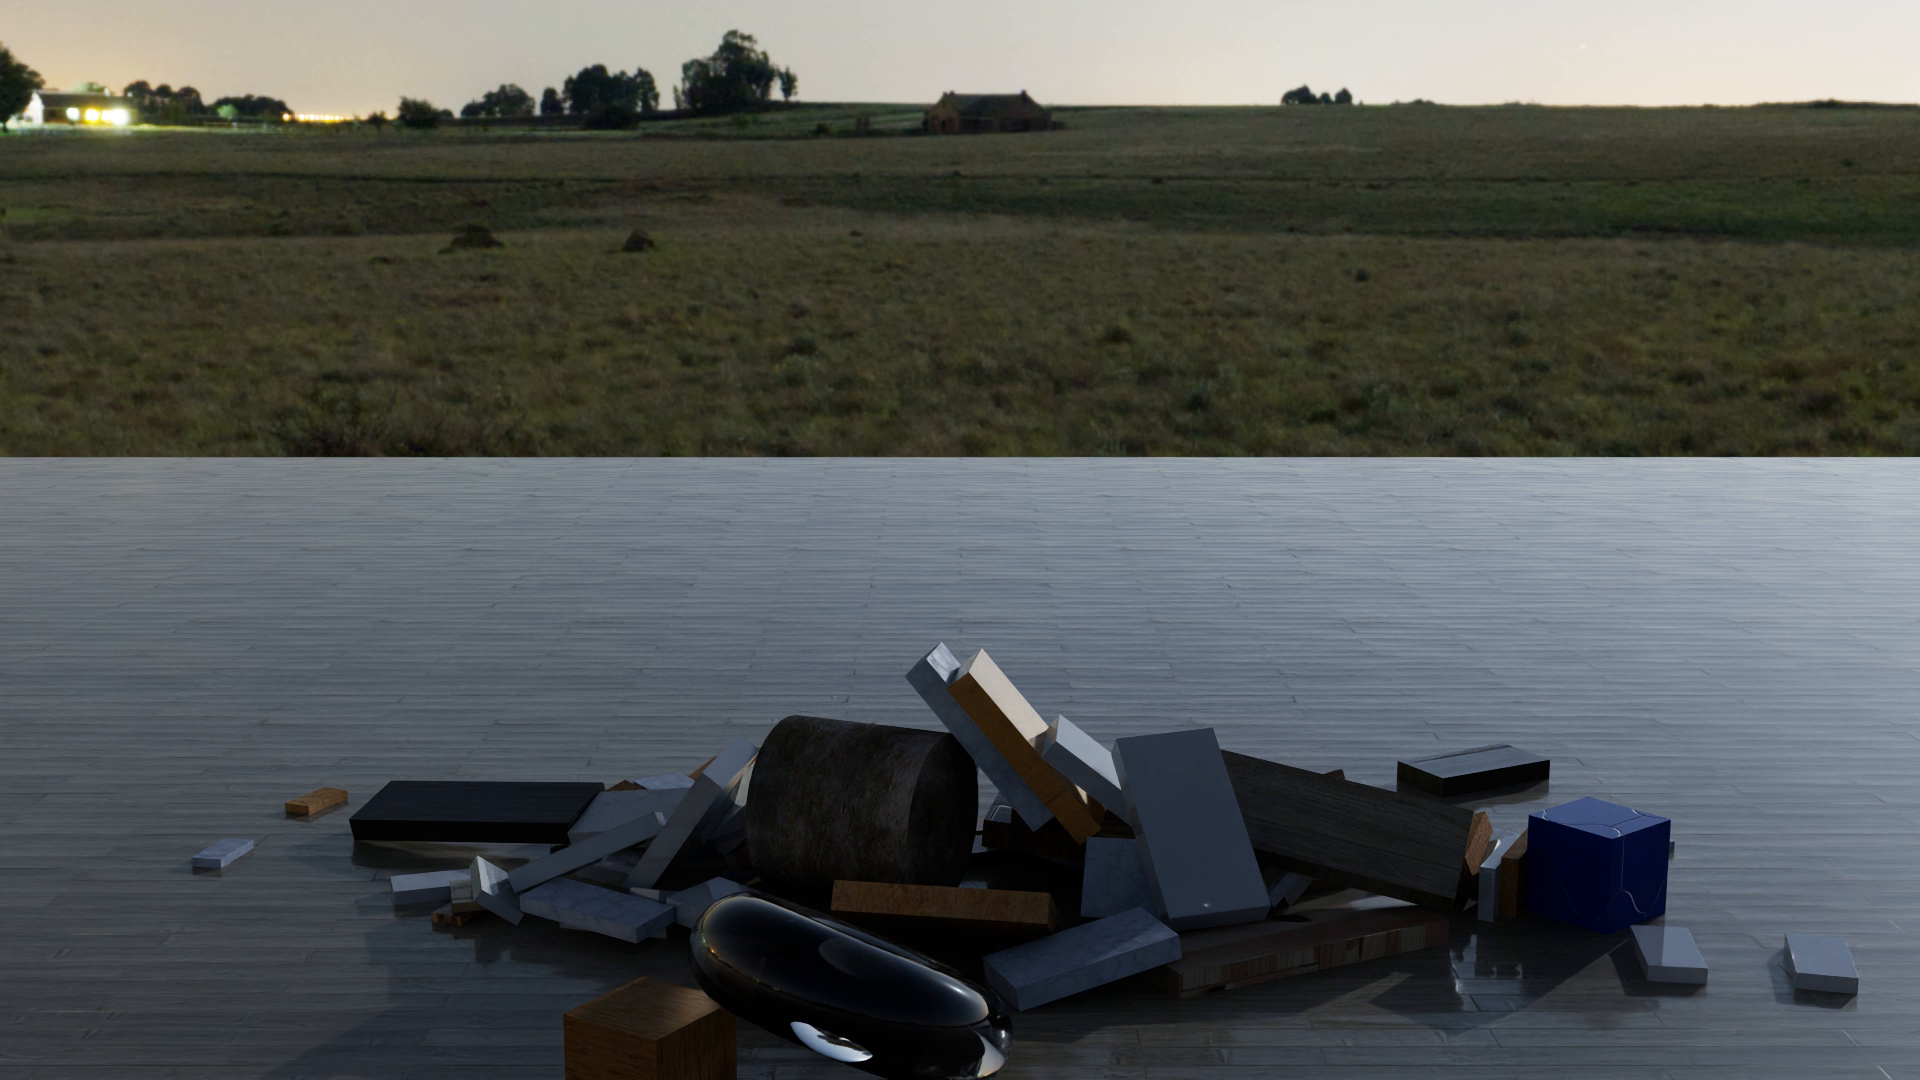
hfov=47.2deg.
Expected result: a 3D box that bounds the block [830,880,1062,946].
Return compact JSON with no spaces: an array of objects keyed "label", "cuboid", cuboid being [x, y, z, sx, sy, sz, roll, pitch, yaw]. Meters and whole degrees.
[{"label":"block","cuboid":[-0.018,0.577,3.382,0.331,0.047,0.166,2,-23,10]}]

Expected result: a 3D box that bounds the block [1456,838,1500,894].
[{"label":"block","cuboid":[0.858,0.553,3.703,0.089,0.025,0.178,-21,2,24]}]

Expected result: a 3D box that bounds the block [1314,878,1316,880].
[{"label":"block","cuboid":[0.621,0.541,3.763,0.198,0.028,0.099,-8,13,-35]}]

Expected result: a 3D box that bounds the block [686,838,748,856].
[{"label":"block","cuboid":[-0.459,0.504,3.916,0.111,0.031,0.222,-2,13,-19]}]

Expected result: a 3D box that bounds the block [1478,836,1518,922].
[{"label":"block","cuboid":[0.888,0.555,3.612,0.025,0.089,0.178,6,12,28]}]

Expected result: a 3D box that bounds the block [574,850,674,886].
[{"label":"block","cuboid":[-0.595,0.557,3.772,0.191,0.027,0.095,7,13,35]}]

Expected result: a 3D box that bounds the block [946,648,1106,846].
[{"label":"block","cuboid":[0.115,0.339,3.638,0.047,0.334,0.165,-40,3,13]}]

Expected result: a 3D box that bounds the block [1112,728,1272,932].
[{"label":"block","cuboid":[0.364,0.457,3.493,0.166,0.047,0.331,-5,52,-13]}]

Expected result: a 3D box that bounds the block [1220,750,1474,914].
[{"label":"block","cuboid":[0.602,0.469,3.569,0.428,0.047,0.166,13,55,13]}]

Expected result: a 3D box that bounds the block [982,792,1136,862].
[{"label":"block","cuboid":[0.220,0.492,3.728,0.338,0.048,0.169,7,14,10]}]

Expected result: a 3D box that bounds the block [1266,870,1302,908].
[{"label":"block","cuboid":[0.539,0.517,3.647,0.202,0.029,0.101,-44,31,-25]}]

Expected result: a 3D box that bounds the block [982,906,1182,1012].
[{"label":"block","cuboid":[0.181,0.622,3.274,0.265,0.037,0.132,-14,15,-18]}]

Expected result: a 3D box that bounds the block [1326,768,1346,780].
[{"label":"block","cuboid":[0.614,0.472,4.114,0.208,0.029,0.104,-9,-11,-40]}]

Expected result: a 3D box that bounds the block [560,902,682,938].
[{"label":"block","cuboid":[-0.539,0.603,3.529,0.183,0.026,0.091,3,11,15]}]

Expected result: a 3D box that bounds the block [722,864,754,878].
[{"label":"block","cuboid":[-0.377,0.560,3.793,0.049,0.014,0.098,1,11,3]}]

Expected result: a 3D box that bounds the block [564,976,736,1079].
[{"label":"block","cuboid":[-0.395,0.670,2.815,0.154,0.154,0.154,7,13,33]}]

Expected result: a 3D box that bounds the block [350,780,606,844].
[{"label":"block","cuboid":[-0.861,0.485,3.934,0.438,0.042,0.148,-2,22,19]}]

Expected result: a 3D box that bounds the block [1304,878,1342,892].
[{"label":"block","cuboid":[0.594,0.573,3.713,0.121,0.017,0.061,-4,11,-22]}]

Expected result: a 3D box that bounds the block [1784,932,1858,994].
[{"label":"block","cuboid":[1.304,0.640,3.333,0.086,0.024,0.173,3,11,15]}]

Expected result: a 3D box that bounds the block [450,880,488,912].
[{"label":"block","cuboid":[-0.803,0.580,3.592,0.056,0.016,0.112,-3,11,-15]}]

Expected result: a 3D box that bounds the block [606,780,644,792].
[{"label":"block","cuboid":[-0.586,0.484,3.914,0.095,0.027,0.191,-28,26,-30]}]

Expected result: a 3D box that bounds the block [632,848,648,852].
[{"label":"block","cuboid":[-0.446,0.519,3.987,0.081,0.023,0.351,9,14,40]}]

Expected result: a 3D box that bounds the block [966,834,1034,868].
[{"label":"block","cuboid":[0.027,0.544,3.846,0.182,0.026,0.091,-3,11,-17]}]

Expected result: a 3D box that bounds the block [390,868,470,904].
[{"label":"block","cuboid":[-0.866,0.577,3.675,0.161,0.023,0.081,-3,11,-18]}]

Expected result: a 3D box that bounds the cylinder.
[{"label":"cylinder","cuboid":[-0.158,0.449,3.641,0.289,0.289,0.289,5,11,23]}]

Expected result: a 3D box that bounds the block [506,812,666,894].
[{"label":"block","cuboid":[-0.610,0.515,3.627,0.256,0.036,0.128,-22,-7,-5]}]

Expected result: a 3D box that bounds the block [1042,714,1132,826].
[{"label":"block","cuboid":[0.257,0.404,3.621,0.273,0.039,0.136,37,14,-5]}]

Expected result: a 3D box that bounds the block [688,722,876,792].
[{"label":"block","cuboid":[-0.331,0.417,4.088,0.338,0.048,0.169,-14,7,18]}]

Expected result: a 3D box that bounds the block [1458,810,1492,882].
[{"label":"block","cuboid":[0.819,0.534,3.734,0.132,0.037,0.265,-21,2,23]}]

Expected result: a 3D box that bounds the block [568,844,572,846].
[{"label":"block","cuboid":[-0.468,0.473,4.209,0.056,0.016,0.757,7,14,33]}]

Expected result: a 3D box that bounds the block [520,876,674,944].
[{"label":"block","cuboid":[-0.576,0.585,3.486,0.241,0.026,0.091,8,17,31]}]

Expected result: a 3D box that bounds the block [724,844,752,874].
[{"label":"block","cuboid":[-0.297,0.503,3.831,0.104,0.029,0.281,-29,-2,27]}]

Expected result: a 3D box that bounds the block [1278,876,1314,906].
[{"label":"block","cuboid":[0.569,0.521,3.672,0.198,0.028,0.099,-44,31,-24]}]

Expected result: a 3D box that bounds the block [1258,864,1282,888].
[{"label":"block","cuboid":[0.514,0.498,3.642,0.202,0.029,0.101,-45,31,-26]}]

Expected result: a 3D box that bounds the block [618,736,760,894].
[{"label":"block","cuboid":[-0.444,0.461,3.595,0.042,0.295,0.148,38,27,3]}]

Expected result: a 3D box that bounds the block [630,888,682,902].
[{"label":"block","cuboid":[-0.465,0.577,3.559,0.065,0.018,0.130,-1,-11,37]}]

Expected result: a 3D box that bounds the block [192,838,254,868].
[{"label":"block","cuboid":[-1.292,0.548,3.853,0.055,0.016,0.110,2,11,11]}]

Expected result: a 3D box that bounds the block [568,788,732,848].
[{"label":"block","cuboid":[-0.536,0.481,3.805,0.256,0.036,0.128,-5,25,22]}]

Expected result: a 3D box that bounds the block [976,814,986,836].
[{"label":"block","cuboid":[0.044,0.521,3.968,0.182,0.026,0.091,-2,11,-10]}]

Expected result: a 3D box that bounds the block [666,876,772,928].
[{"label":"block","cuboid":[-0.323,0.597,3.458,0.256,0.036,0.128,13,15,32]}]

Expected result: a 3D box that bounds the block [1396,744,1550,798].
[{"label":"block","cuboid":[1.008,0.451,4.315,0.269,0.038,0.135,-6,12,-27]}]

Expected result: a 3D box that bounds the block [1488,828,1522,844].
[{"label":"block","cuboid":[0.948,0.533,3.841,0.089,0.025,0.178,-6,4,-27]}]

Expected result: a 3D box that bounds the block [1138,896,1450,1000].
[{"label":"block","cuboid":[0.513,0.622,3.390,0.499,0.039,0.136,-5,12,-27]}]

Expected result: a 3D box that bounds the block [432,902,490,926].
[{"label":"block","cuboid":[-0.802,0.599,3.576,0.056,0.016,0.112,5,11,23]}]

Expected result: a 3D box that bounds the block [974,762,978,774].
[{"label":"block","cuboid":[-0.079,0.455,4.207,0.111,0.031,0.222,16,22,39]}]

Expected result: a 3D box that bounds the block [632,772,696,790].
[{"label":"block","cuboid":[-0.500,0.464,3.959,0.095,0.027,0.191,-7,15,-37]}]

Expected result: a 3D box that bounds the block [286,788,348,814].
[{"label":"block","cuboid":[-1.215,0.492,4.153,0.055,0.016,0.110,5,12,24]}]

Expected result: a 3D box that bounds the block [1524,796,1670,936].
[{"label":"block","cuboid":[1.035,0.527,3.574,0.159,0.159,0.159,-8,13,-38]}]

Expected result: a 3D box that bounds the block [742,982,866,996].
[{"label":"block","cuboid":[-0.230,0.650,3.277,0.183,0.026,0.091,0,11,-1]}]

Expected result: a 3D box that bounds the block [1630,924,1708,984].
[{"label":"block","cuboid":[1.083,0.634,3.367,0.086,0.024,0.173,1,11,8]}]

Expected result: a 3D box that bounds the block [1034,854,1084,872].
[{"label":"block","cuboid":[0.234,0.521,3.816,0.338,0.048,0.169,14,17,34]}]

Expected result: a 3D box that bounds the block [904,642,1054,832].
[{"label":"block","cuboid":[0.044,0.325,3.662,0.047,0.330,0.165,-40,0,11]}]

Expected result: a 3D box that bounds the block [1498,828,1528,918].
[{"label":"block","cuboid":[0.933,0.545,3.638,0.028,0.099,0.198,6,12,28]}]

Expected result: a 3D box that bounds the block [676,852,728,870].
[{"label":"block","cuboid":[-0.449,0.556,3.815,0.094,0.013,0.047,1,11,7]}]

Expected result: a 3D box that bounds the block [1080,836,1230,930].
[{"label":"block","cuboid":[0.331,0.551,3.521,0.265,0.132,0.037,2,-25,10]}]

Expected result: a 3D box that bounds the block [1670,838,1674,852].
[{"label":"block","cuboid":[1.198,0.537,3.905,0.122,0.017,0.061,-2,11,-10]}]

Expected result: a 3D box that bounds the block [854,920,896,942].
[{"label":"block","cuboid":[-0.233,0.619,3.265,0.273,0.039,0.136,-3,11,-14]}]

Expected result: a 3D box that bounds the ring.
[{"label":"ring","cuboid":[-0.144,0.593,2.892,0.448,0.149,0.448,21,-8,3]}]

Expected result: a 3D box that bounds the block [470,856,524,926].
[{"label":"block","cuboid":[-0.755,0.570,3.583,0.081,0.023,0.161,35,1,-19]}]

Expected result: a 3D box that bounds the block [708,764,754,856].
[{"label":"block","cuboid":[-0.348,0.435,3.848,0.148,0.042,0.295,-43,8,14]}]
